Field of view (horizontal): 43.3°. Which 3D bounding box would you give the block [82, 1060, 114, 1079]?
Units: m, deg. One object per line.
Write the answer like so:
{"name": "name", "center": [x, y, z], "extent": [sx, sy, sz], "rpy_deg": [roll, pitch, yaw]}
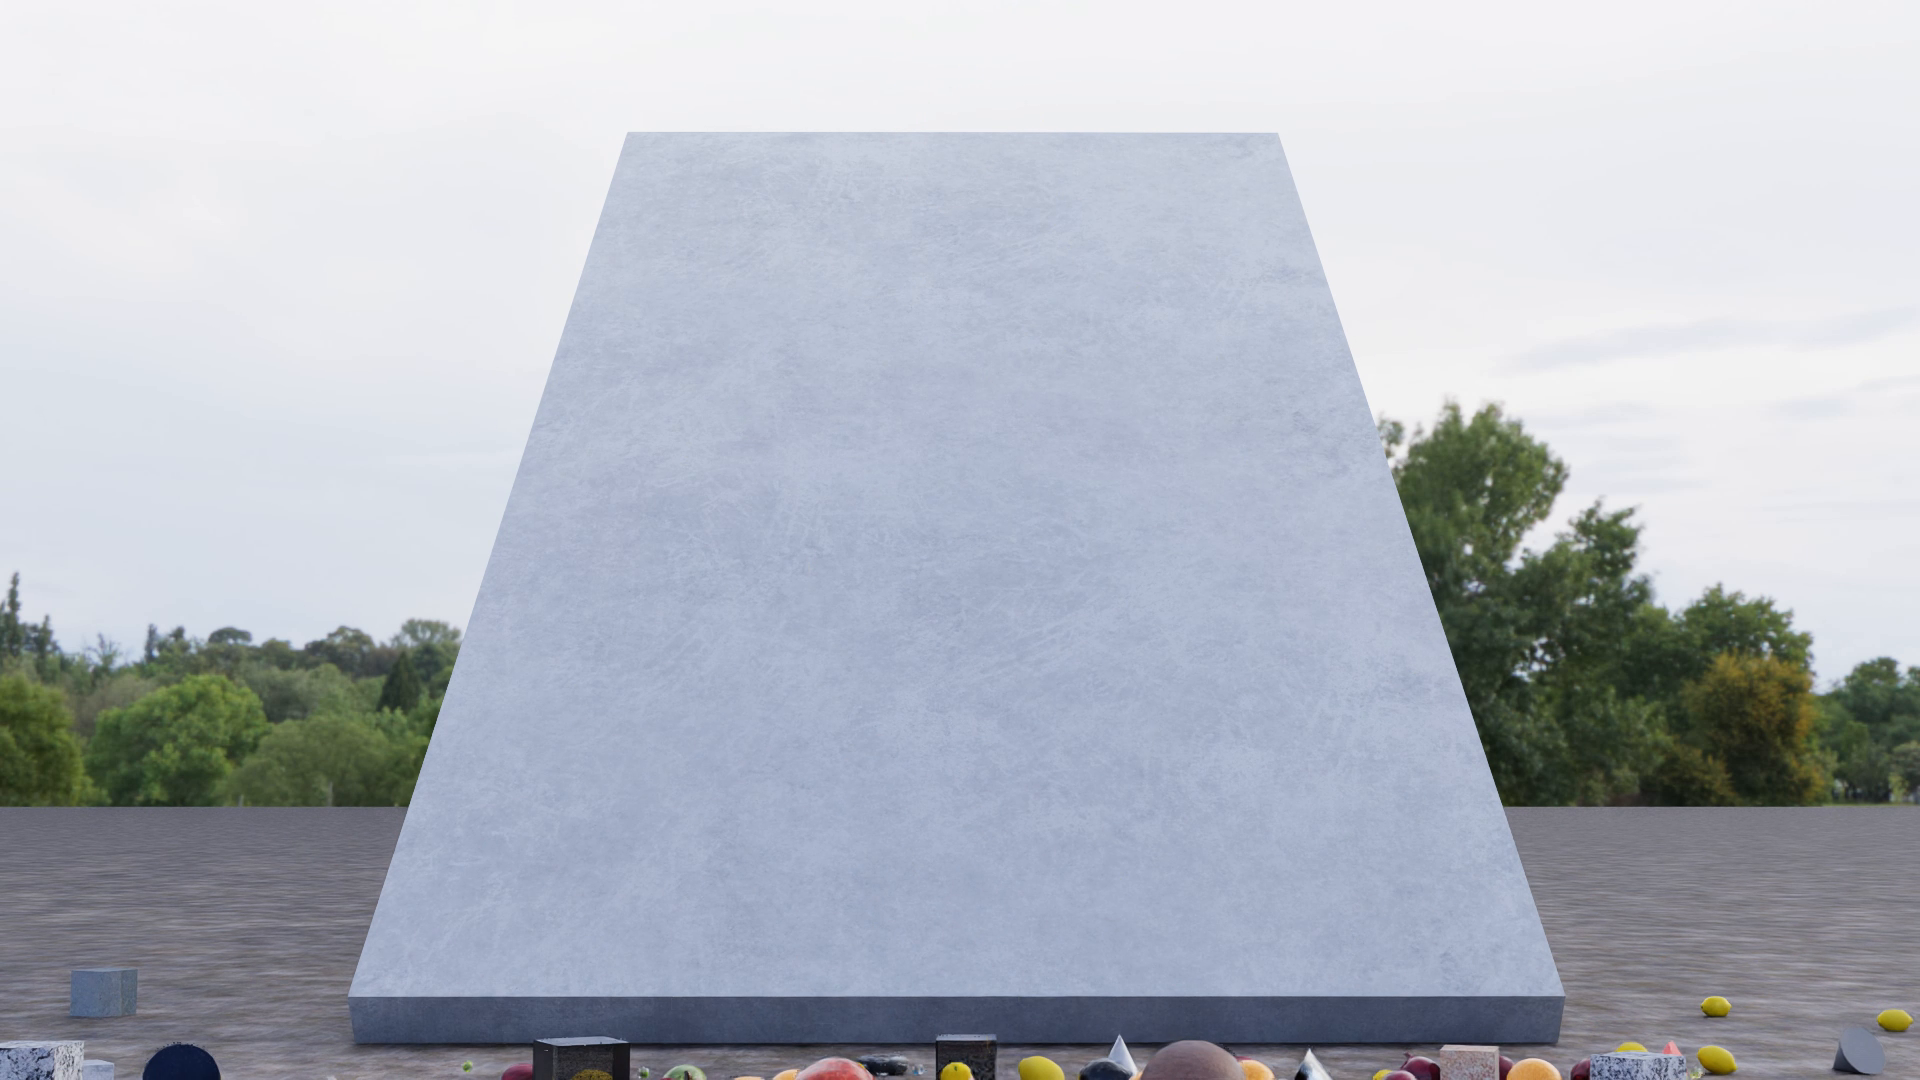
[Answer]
{"name": "block", "center": [-1.141, 0.711, 3.140], "extent": [0.061, 0.061, 0.061], "rpy_deg": [5, -8, -38]}

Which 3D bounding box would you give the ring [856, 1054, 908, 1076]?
{"name": "ring", "center": [-0.115, 0.774, 3.565], "extent": [0.080, 0.027, 0.080], "rpy_deg": [-1, -6, 0]}

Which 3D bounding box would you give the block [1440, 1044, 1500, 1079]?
{"name": "block", "center": [0.681, 0.715, 3.228], "extent": [0.071, 0.071, 0.071], "rpy_deg": [-2, -6, 17]}

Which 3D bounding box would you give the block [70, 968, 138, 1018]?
{"name": "block", "center": [-1.611, 0.851, 4.548], "extent": [0.083, 0.083, 0.083], "rpy_deg": [-3, -7, 28]}

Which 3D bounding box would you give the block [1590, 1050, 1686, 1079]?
{"name": "block", "center": [0.851, 0.688, 3.030], "extent": [0.083, 0.083, 0.083], "rpy_deg": [4, -8, -36]}

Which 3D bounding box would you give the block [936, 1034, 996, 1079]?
{"name": "block", "center": [0.009, 0.717, 3.285], "extent": [0.080, 0.080, 0.080], "rpy_deg": [0, -6, 2]}

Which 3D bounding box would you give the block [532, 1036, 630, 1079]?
{"name": "block", "center": [-0.483, 0.686, 3.076], "extent": [0.096, 0.096, 0.096], "rpy_deg": [3, -7, -28]}

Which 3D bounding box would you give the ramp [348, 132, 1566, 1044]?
{"name": "ramp", "center": [-0.013, -0.209, 5.724], "extent": [2.000, 0.100, 4.000], "rpy_deg": [0, 30, 0]}

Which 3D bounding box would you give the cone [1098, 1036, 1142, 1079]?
{"name": "cone", "center": [0.232, 0.749, 3.510], "extent": [0.063, 0.063, 0.063], "rpy_deg": [0, -6, 0]}

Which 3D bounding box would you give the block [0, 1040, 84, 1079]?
{"name": "block", "center": [-1.173, 0.685, 3.052], "extent": [0.094, 0.094, 0.094], "rpy_deg": [0, -6, 2]}

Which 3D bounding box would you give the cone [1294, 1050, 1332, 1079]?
{"name": "cone", "center": [0.474, 0.721, 3.133], "extent": [0.089, 0.089, 0.089], "rpy_deg": [26, -1, 13]}

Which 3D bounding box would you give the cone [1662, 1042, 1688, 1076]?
{"name": "cone", "center": [1.036, 0.775, 3.563], "extent": [0.052, 0.052, 0.052], "rpy_deg": [-31, -18, 21]}

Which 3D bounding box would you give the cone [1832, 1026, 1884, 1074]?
{"name": "cone", "center": [1.321, 0.774, 3.599], "extent": [0.075, 0.075, 0.075], "rpy_deg": [2, -33, -21]}
